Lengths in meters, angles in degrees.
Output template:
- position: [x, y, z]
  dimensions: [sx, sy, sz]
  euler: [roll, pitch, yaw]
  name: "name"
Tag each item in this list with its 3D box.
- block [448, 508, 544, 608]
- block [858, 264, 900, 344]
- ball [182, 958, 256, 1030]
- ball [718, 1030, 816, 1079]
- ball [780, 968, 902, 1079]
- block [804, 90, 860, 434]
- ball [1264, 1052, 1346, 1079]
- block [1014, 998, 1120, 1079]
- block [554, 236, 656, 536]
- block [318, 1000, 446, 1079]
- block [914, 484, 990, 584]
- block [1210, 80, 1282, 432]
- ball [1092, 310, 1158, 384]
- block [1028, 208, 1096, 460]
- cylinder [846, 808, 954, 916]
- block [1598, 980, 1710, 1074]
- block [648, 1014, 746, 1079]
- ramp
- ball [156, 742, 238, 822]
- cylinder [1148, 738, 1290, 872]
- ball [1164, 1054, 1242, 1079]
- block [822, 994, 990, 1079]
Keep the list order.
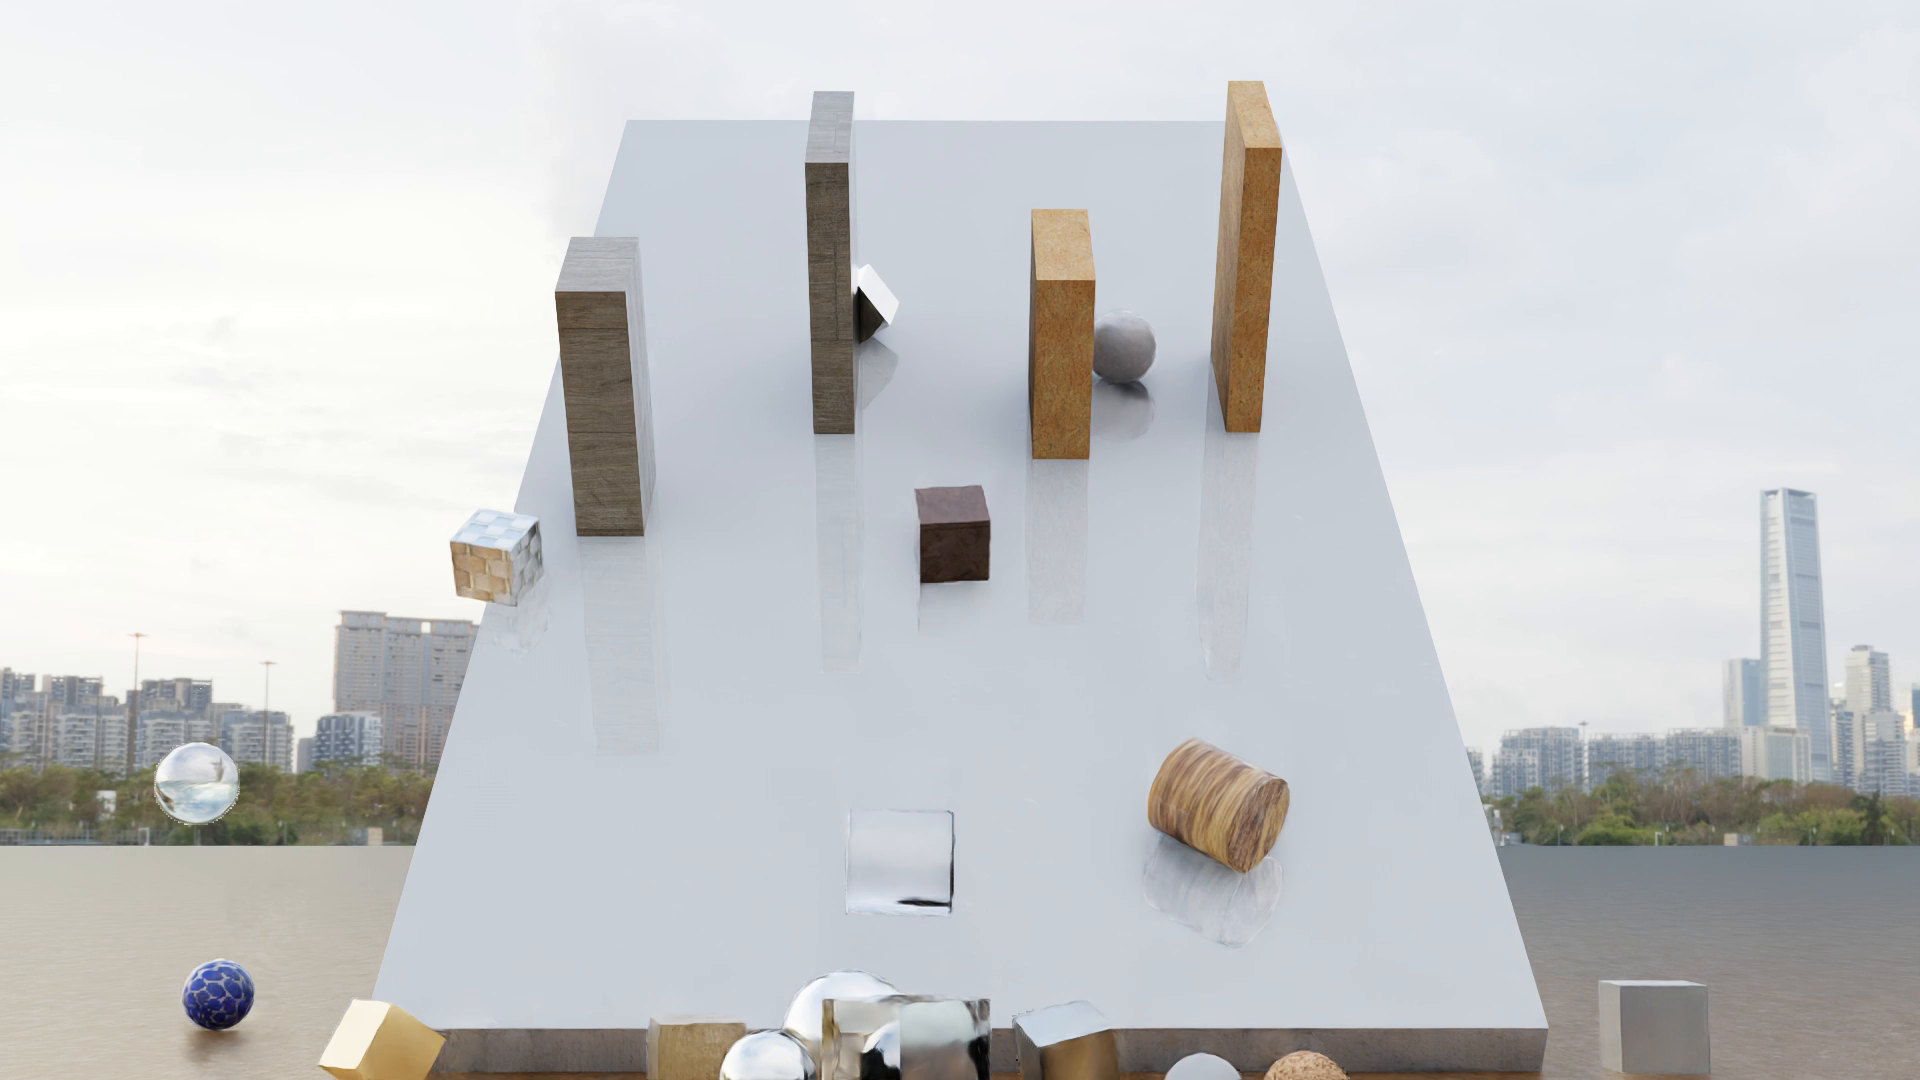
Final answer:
- position: [-0.992, 0.036, 5.244]
  dimensions: [0.142, 0.142, 0.142]
  euler: [9, 33, 14]
  name: "block"
- position: [-0.256, -0.594, 6.222]
  dimensions: [0.130, 0.130, 0.130]
  euler: [-29, 22, 25]
  name: "block"
- position: [-1.547, 0.948, 5.100]
  dimensions: [0.146, 0.146, 0.146]
  euler: [0, -7, 0]
  name: "ball"
- position: [-0.265, 0.740, 3.355]
  dimensions: [0.134, 0.134, 0.134]
  euler: [0, -7, 0]
  name: "ball"
- position: [-0.166, 0.740, 3.638]
  dimensions: [0.203, 0.203, 0.203]
  euler: [0, -7, 0]
  name: "ball"
- position: [-0.301, -0.664, 5.847]
  dimensions: [0.098, 0.698, 0.431]
  euler: [0, 32, 0]
  name: "block"
- position: [0.455, 0.732, 3.216]
  dimensions: [0.117, 0.117, 0.117]
  euler: [0, -7, 0]
  name: "ball"
- position: [0.154, 0.743, 3.504]
  dimensions: [0.112, 0.112, 0.112]
  euler: [-12, 14, -15]
  name: "block"
- position: [-0.779, -0.336, 5.404]
  dimensions: [0.149, 0.606, 0.270]
  euler: [0, 32, 0]
  name: "block"
- position: [-0.855, 0.757, 3.616]
  dimensions: [0.109, 0.109, 0.109]
  euler: [-8, -42, 45]
  name: "block"
- position: [-0.019, -0.013, 5.321]
  dimensions: [0.151, 0.151, 0.151]
  euler: [-3, 32, -5]
  name: "block"
- position: [0.679, -0.676, 5.842]
  dimensions: [0.083, 0.731, 0.407]
  euler: [0, 32, 0]
  name: "block"
- position: [0.398, -0.478, 6.043]
  dimensions: [0.180, 0.180, 0.180]
  euler: [0, -7, 0]
  name: "ball"
- position: [0.238, -0.490, 5.791]
  dimensions: [0.133, 0.466, 0.387]
  euler: [0, 32, 0]
  name: "block"
- position: [-0.108, 0.572, 4.335]
  dimensions: [0.185, 0.185, 0.185]
  euler: [2, -7, -3]
  name: "cylinder"
- position: [1.193, 0.837, 4.203]
  dimensions: [0.148, 0.148, 0.148]
  euler: [0, -7, 1]
  name: "block"
- position: [-0.390, 0.774, 3.619]
  dimensions: [0.128, 0.128, 0.128]
  euler: [2, -6, -14]
  name: "block"
- position: [-0.015, -0.191, 5.845]
  dimensions: [2.000, 0.100, 4.000]
  euler: [0, 32, 0]
  name: "ramp"
- position: [-1.663, 0.529, 5.328]
  dimensions: [0.173, 0.173, 0.173]
  euler: [0, -7, 0]
  name: "ball"
- position: [0.475, 0.485, 4.489]
  dimensions: [0.186, 0.186, 0.186]
  euler: [25, 9, 34]
  name: "cylinder"
- position: [0.324, 0.740, 3.254]
  dimensions: [0.111, 0.111, 0.111]
  euler: [0, -7, 0]
  name: "ball"
- position: [-0.078, 0.736, 3.465]
  dimensions: [0.169, 0.169, 0.169]
  euler: [6, -9, -42]
  name: "block"
